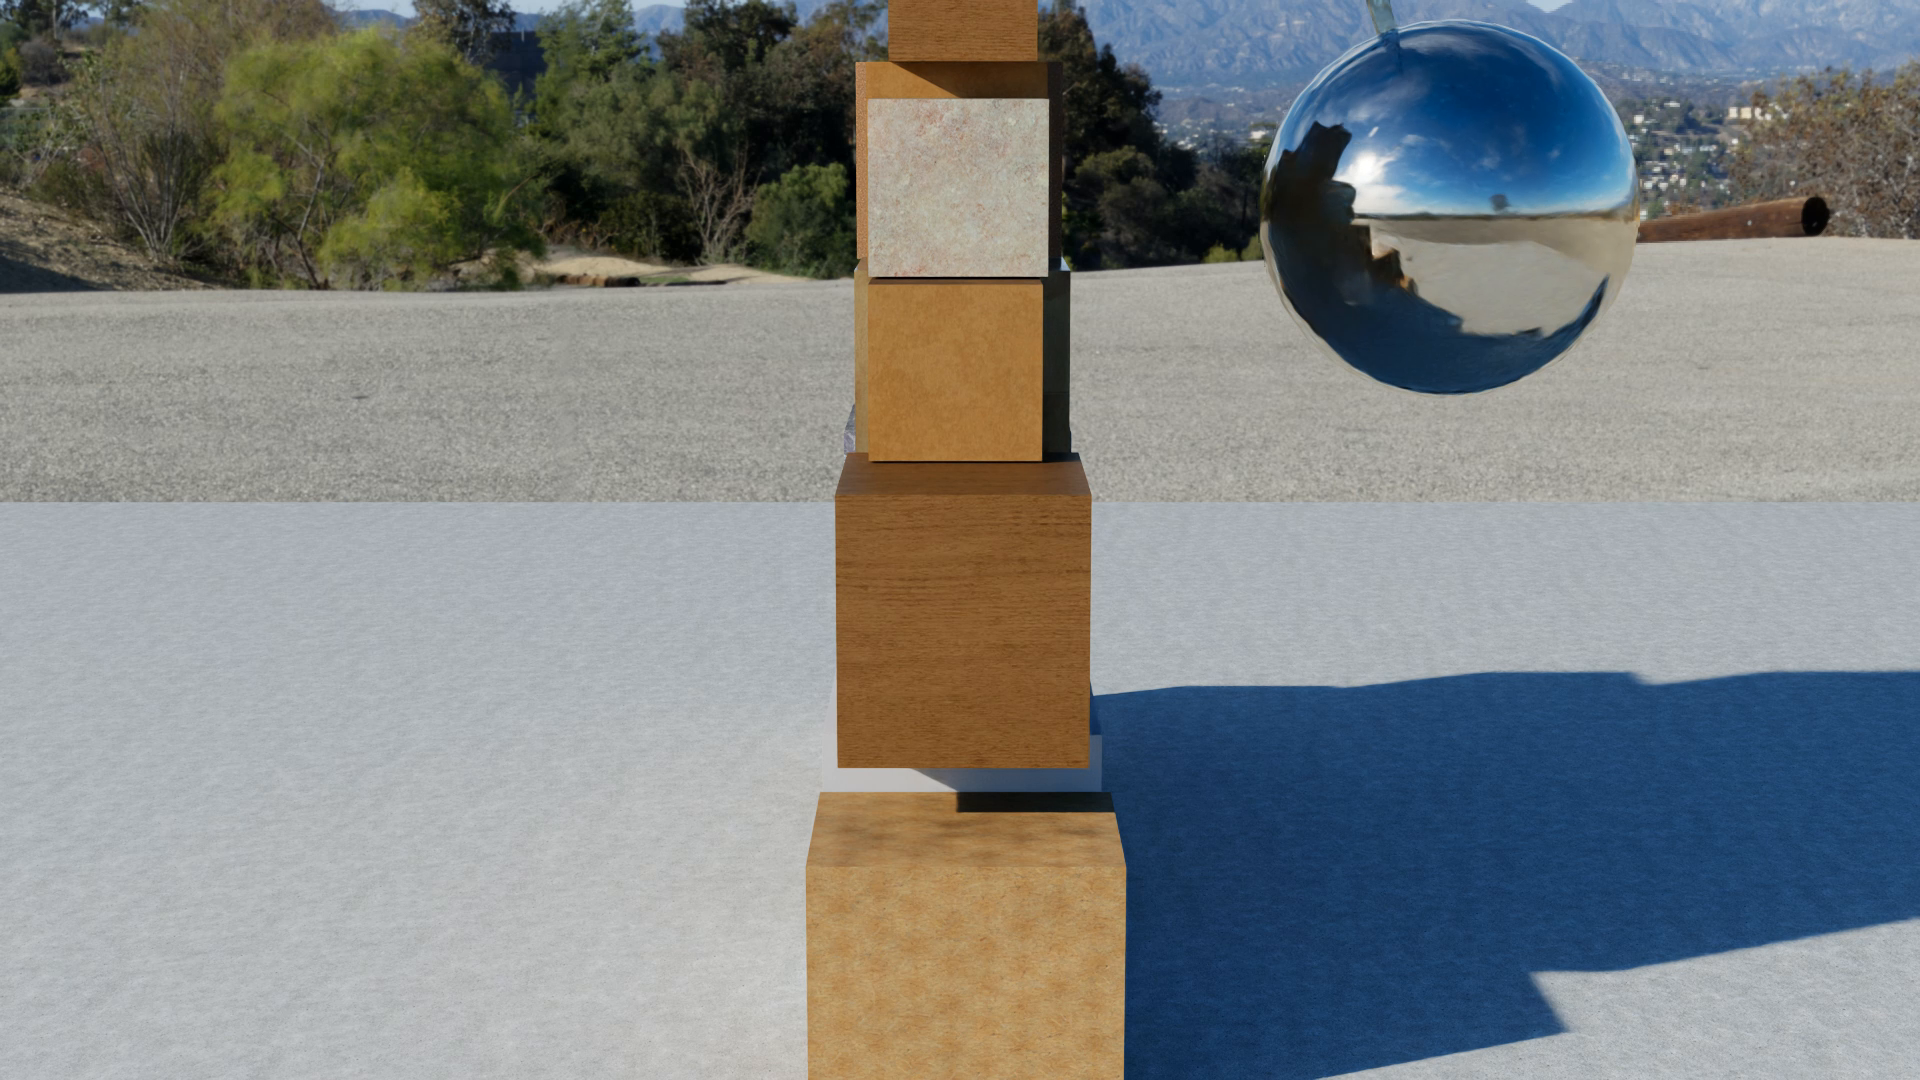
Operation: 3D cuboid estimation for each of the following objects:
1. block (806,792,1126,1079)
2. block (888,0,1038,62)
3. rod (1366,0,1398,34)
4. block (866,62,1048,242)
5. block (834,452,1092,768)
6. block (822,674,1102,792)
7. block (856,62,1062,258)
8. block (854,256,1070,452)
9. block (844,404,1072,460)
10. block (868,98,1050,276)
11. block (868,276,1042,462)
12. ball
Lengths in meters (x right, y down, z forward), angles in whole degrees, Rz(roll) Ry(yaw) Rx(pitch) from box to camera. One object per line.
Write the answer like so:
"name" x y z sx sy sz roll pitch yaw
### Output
"block" 0.020 1.449 9.133 1.076 0.882 0.912 0 10 0
"block" 0.012 -2.314 10.473 0.592 0.712 0.660 0 10 0
"rod" 0.899 -4.543 10.354 0.080 5.200 0.080 -20 10 4
"block" -0.013 -1.607 10.862 0.737 0.817 0.794 0 10 0
"block" 0.011 0.233 9.424 0.885 0.974 1.008 0 10 0
"block" 0.008 1.163 10.103 1.033 1.098 1.079 0 10 0
"block" -0.003 -1.733 11.643 0.903 0.855 0.786 0 10 0
"block" 0.010 -0.727 10.649 0.857 0.840 0.859 0 10 0
"block" -0.011 -0.056 12.175 1.026 1.055 1.045 0 10 0
"block" -0.006 -1.401 10.125 0.688 0.670 0.712 0 10 0
"block" -0.017 -0.671 9.854 0.646 0.655 0.711 0 9 0
"ball" 2.074 -1.404 10.925 1.600 1.600 1.600 0 10 0
